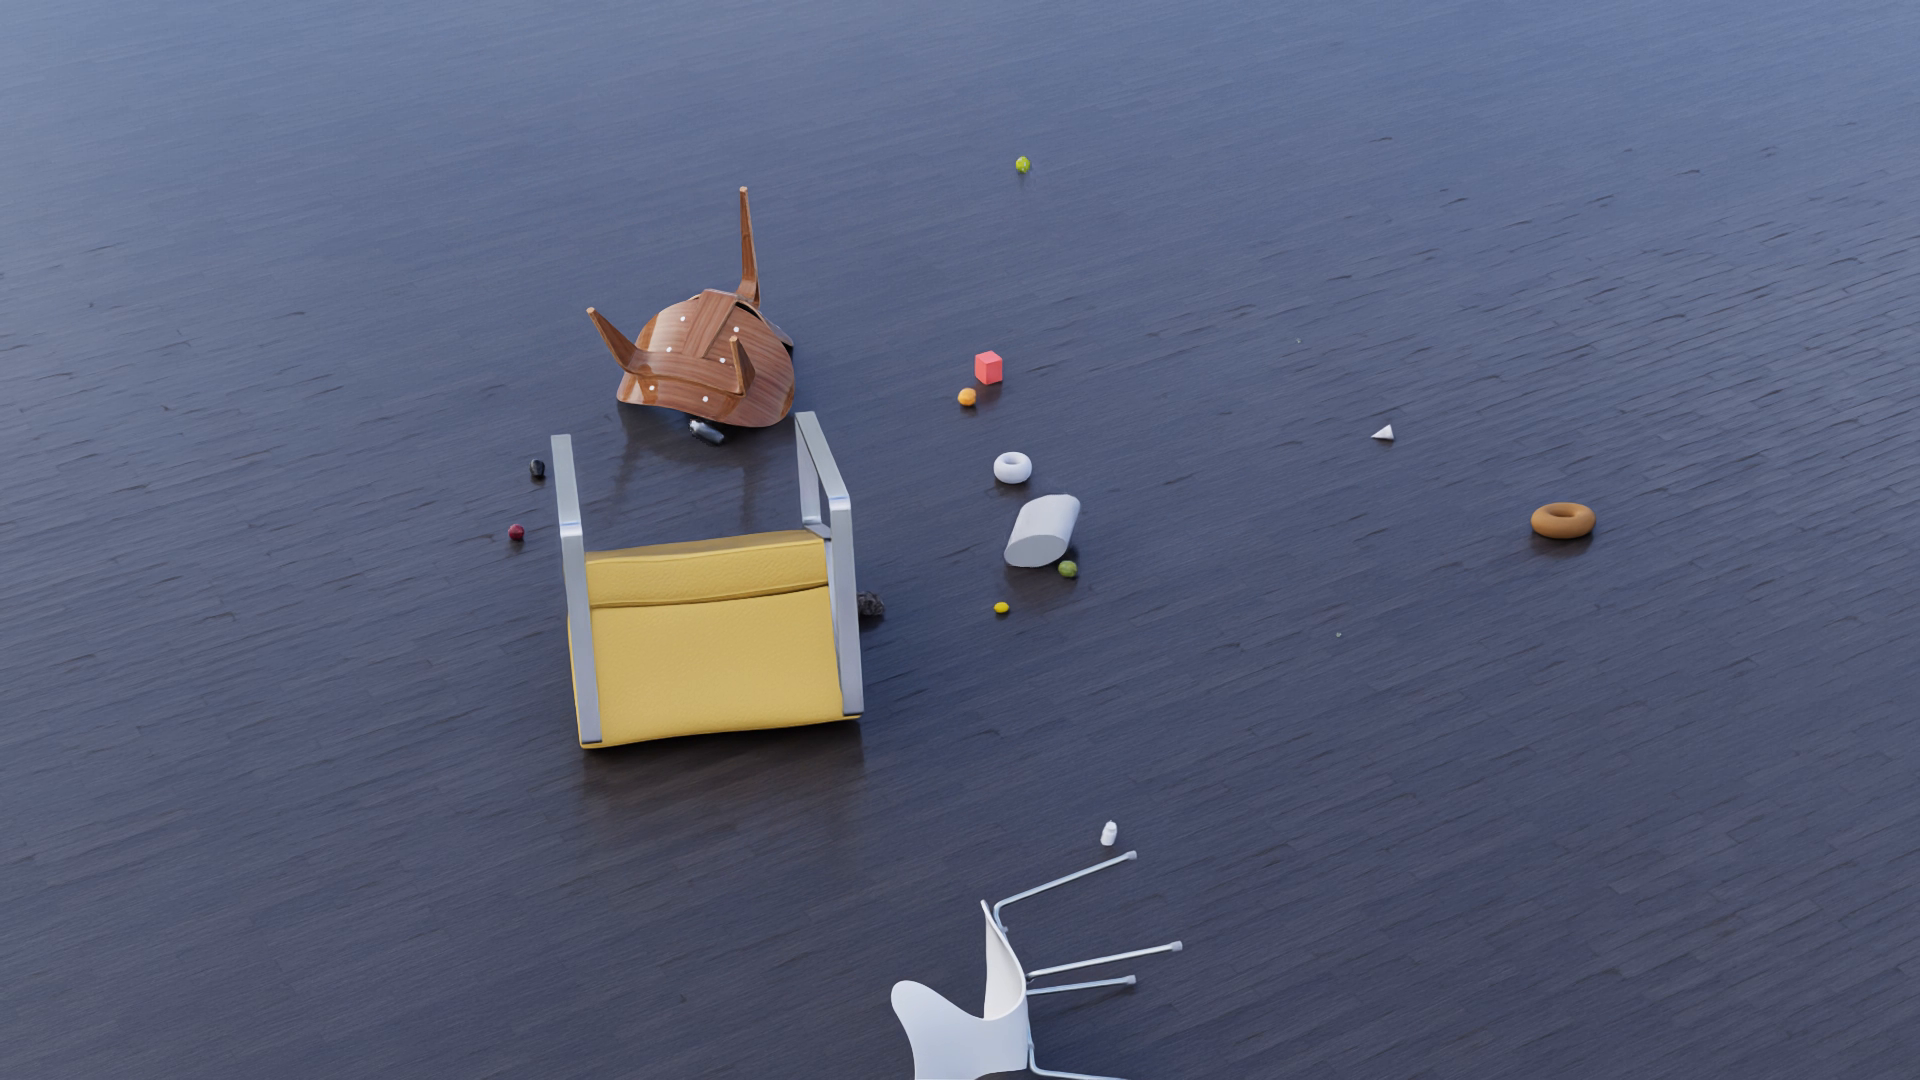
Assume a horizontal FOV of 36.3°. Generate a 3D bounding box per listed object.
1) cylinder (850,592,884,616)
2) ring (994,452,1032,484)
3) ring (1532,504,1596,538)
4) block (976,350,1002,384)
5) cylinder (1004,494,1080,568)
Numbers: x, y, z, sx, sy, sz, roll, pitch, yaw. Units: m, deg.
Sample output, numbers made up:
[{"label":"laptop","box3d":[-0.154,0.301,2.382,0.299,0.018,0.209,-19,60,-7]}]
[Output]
[{"label":"cylinder","box3d":[-0.331,0.228,10.535,0.116,0.062,0.061,9,29,-22]},{"label":"ring","box3d":[0.204,-0.278,11.295,0.148,0.080,0.146,-3,32,-2]},{"label":"ring","box3d":[2.260,-0.073,10.977,0.249,0.088,0.161,-3,32,-6]},{"label":"block","box3d":[0.117,-0.700,11.917,0.078,0.099,0.083,-19,38,-26]},{"label":"cylinder","box3d":[0.306,-0.035,10.854,0.250,0.131,0.279,-15,28,23]}]
